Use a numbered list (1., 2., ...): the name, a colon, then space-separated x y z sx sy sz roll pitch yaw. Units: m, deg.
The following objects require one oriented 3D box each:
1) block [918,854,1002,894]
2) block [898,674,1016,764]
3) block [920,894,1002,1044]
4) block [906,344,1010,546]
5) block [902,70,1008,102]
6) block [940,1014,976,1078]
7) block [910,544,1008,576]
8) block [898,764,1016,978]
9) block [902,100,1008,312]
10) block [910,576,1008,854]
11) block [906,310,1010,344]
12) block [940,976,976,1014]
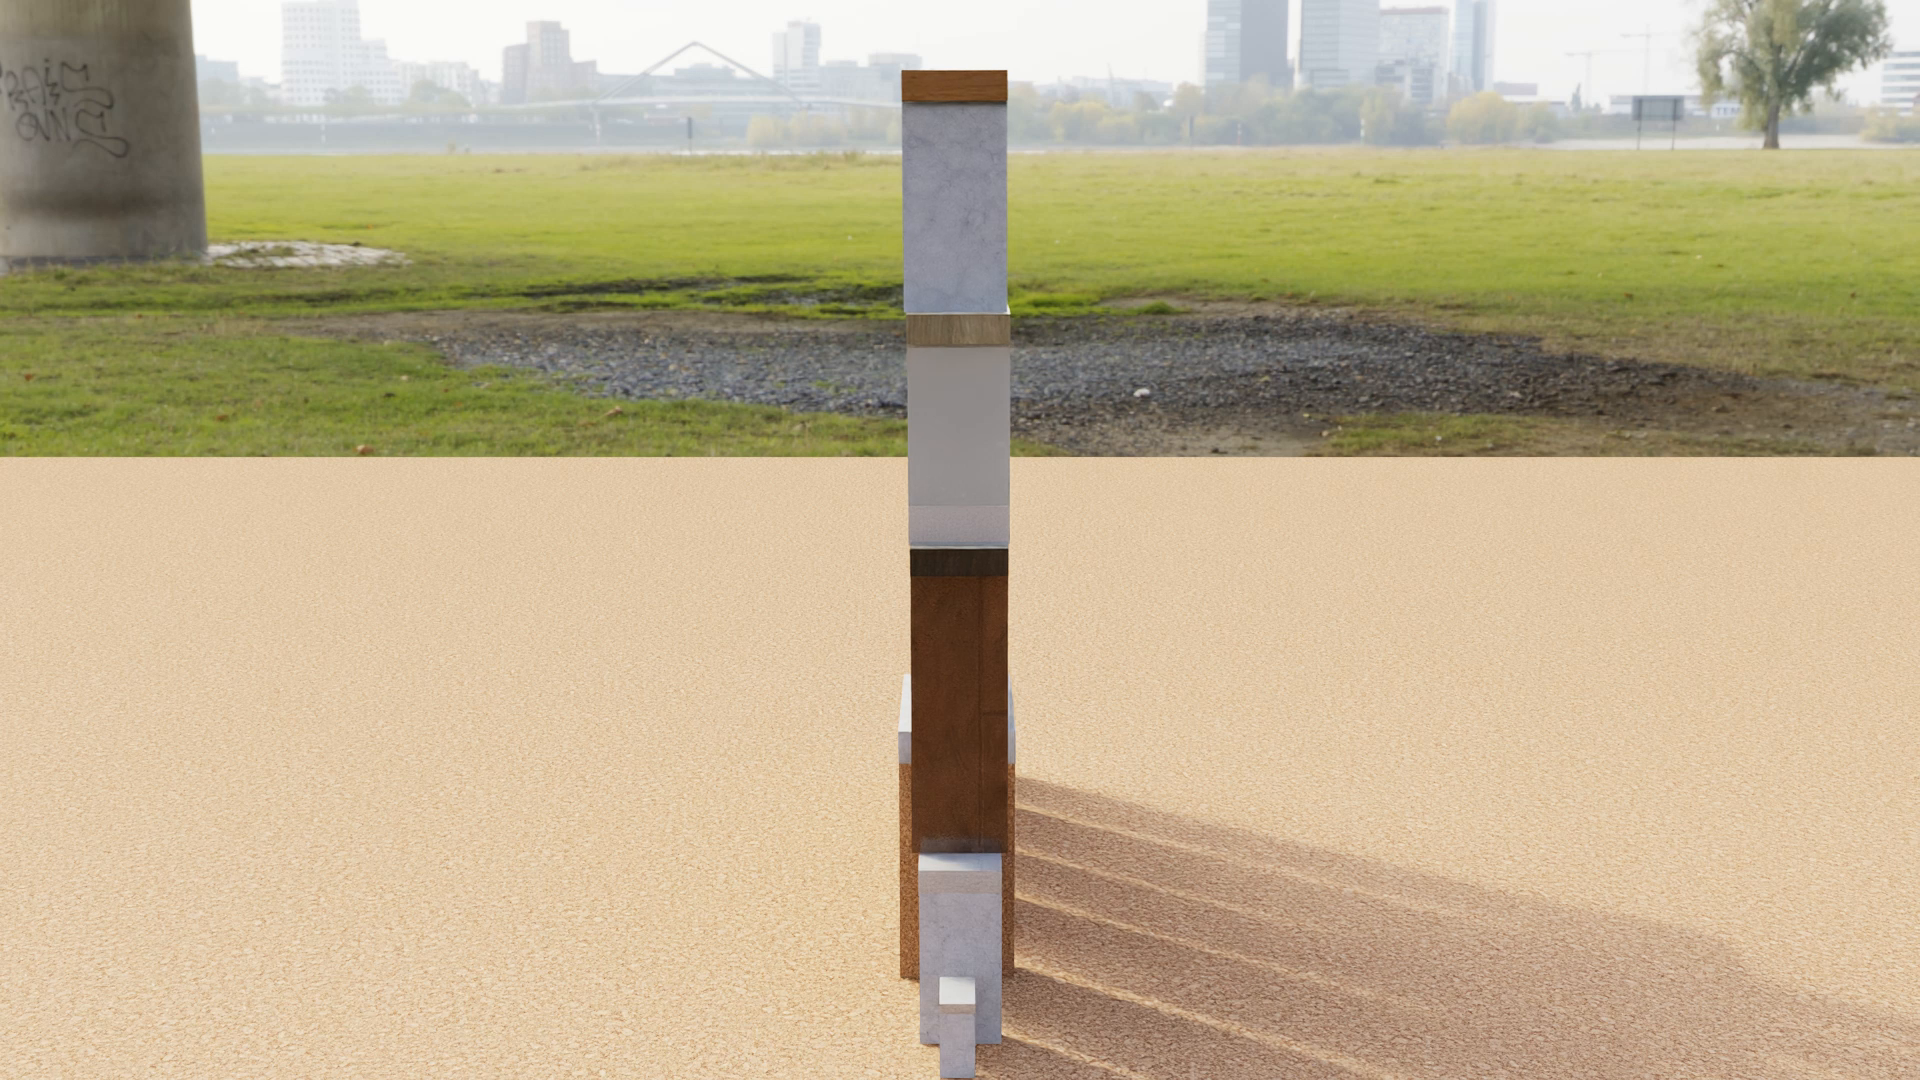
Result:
1. block: 0.001 0.446 3.111 0.114 0.032 0.228 0 11 0
2. block: -0.004 0.271 3.374 0.171 0.049 0.343 0 11 0
3. block: 0.001 0.587 3.060 0.114 0.228 0.032 0 11 0
4. block: -0.002 -0.132 2.986 0.138 0.276 0.039 0 10 0
5. block: -0.007 -0.617 2.998 0.139 0.039 0.277 0 10 0
6. block: -0.003 0.675 2.952 0.048 0.095 0.014 0 11 0
7. block: -0.001 0.006 3.099 0.134 0.038 0.267 0 10 0
8. block: -0.004 0.485 3.298 0.171 0.343 0.049 0 11 0
9. block: -0.007 -0.444 2.935 0.139 0.277 0.039 0 10 0
10. block: -0.001 0.237 3.051 0.134 0.399 0.038 0 11 0
11. block: -0.002 -0.304 3.048 0.138 0.039 0.276 0 10 0
12. block: -0.003 0.615 2.973 0.048 0.014 0.095 0 11 0
